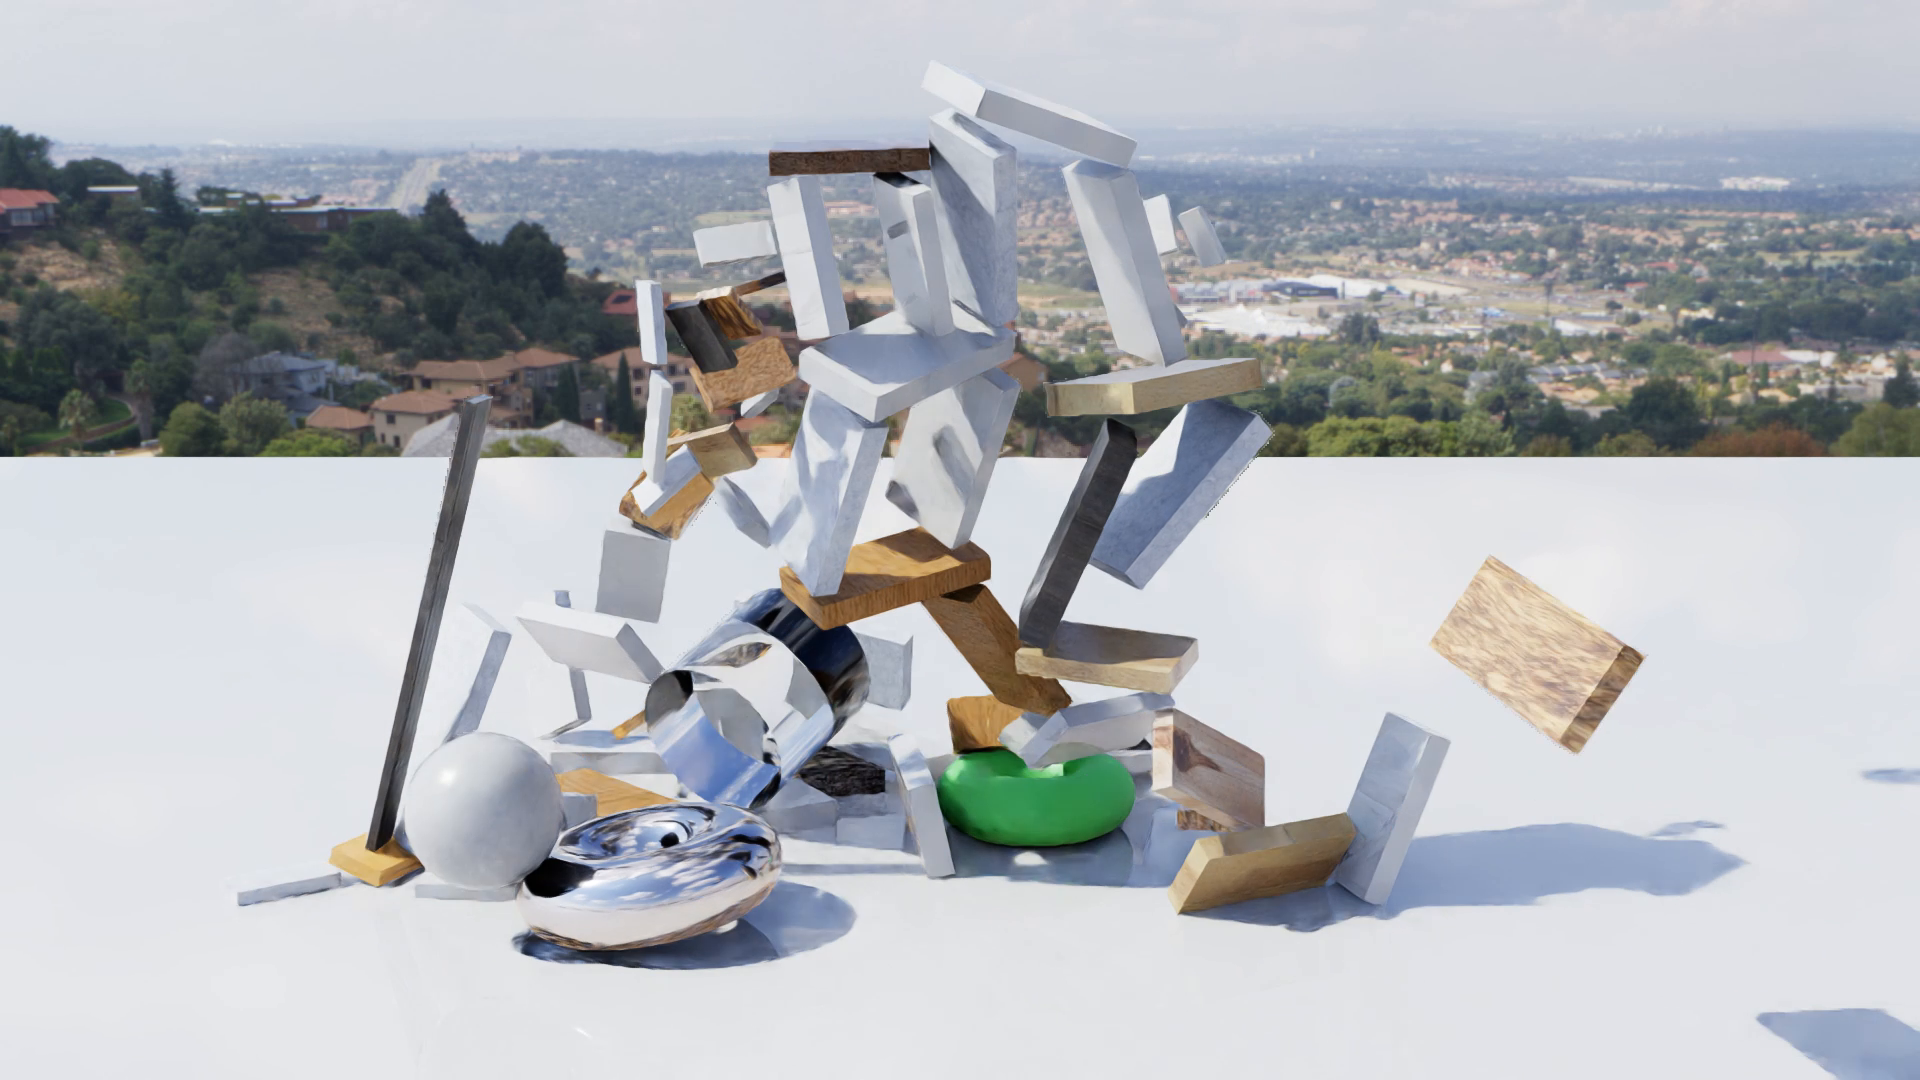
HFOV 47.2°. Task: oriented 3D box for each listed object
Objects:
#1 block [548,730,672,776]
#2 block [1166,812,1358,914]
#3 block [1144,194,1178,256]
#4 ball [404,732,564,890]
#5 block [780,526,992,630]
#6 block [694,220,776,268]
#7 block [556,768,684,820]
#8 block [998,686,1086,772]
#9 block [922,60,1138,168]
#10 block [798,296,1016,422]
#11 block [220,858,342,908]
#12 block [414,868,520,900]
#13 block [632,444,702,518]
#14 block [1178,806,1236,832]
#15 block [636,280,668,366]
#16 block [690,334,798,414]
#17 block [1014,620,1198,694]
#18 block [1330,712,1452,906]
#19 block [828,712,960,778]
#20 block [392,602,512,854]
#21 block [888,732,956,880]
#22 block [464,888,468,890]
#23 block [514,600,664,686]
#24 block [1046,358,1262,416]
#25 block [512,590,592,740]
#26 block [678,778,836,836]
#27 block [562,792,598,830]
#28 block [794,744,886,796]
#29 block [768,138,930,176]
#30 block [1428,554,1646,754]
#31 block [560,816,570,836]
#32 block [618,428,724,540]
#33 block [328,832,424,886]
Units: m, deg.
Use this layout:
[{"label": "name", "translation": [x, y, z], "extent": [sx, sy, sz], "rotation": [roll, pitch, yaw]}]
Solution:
[{"label": "block", "translation": [-0.648, 0.426, 4.424], "extent": [0.335, 0.047, 0.167], "rotation": [-1, 11, -3]}, {"label": "block", "translation": [0.495, 0.529, 3.603], "extent": [0.294, 0.147, 0.042], "rotation": [-6, 48, -27]}, {"label": "block", "translation": [0.327, -0.517, 3.630], "extent": [0.050, 0.099, 0.014], "rotation": [-16, -19, 20]}, {"label": "ball", "translation": [-0.736, 0.419, 3.401], "extent": [0.242, 0.242, 0.242], "rotation": [0, 11, 0]}, {"label": "block", "translation": [-0.127, 0.057, 3.747], "extent": [0.321, 0.046, 0.161], "rotation": [-17, 31, -25]}, {"label": "block", "translation": [-0.346, -0.455, 3.387], "extent": [0.117, 0.059, 0.017], "rotation": [-10, -18, -16]}, {"label": "block", "translation": [-0.665, 0.494, 4.056], "extent": [0.167, 0.047, 0.335], "rotation": [-10, 14, -43]}, {"label": "block", "translation": [0.169, 0.346, 4.030], "extent": [0.101, 0.029, 0.202], "rotation": [36, 37, 20]}, {"label": "block", "translation": [0.108, -0.652, 3.369], "extent": [0.310, 0.044, 0.155], "rotation": [10, 20, -39]}, {"label": "block", "translation": [-0.081, -0.292, 3.462], "extent": [0.163, 0.046, 0.327], "rotation": [32, 41, 29]}, {"label": "block", "translation": [-1.137, 0.574, 3.686], "extent": [0.175, 0.025, 0.088], "rotation": [-7, 13, -35]}, {"label": "block", "translation": [-0.815, 0.575, 3.682], "extent": [0.176, 0.025, 0.088], "rotation": [0, 11, 1]}, {"label": "block", "translation": [-0.469, -0.095, 3.518], "extent": [0.017, 0.117, 0.059], "rotation": [42, 10, -45]}, {"label": "block", "translation": [0.452, 0.468, 3.804], "extent": [0.117, 0.033, 0.235], "rotation": [0, 2, 14]}, {"label": "block", "translation": [-0.477, -0.337, 3.403], "extent": [0.018, 0.125, 0.063], "rotation": [-10, 16, -27]}, {"label": "block", "translation": [-0.346, -0.267, 3.522], "extent": [0.156, 0.078, 0.022], "rotation": [-24, -6, -27]}, {"label": "block", "translation": [0.235, 0.185, 3.522], "extent": [0.262, 0.037, 0.131], "rotation": [7, 26, 26]}, {"label": "block", "translation": [0.708, 0.446, 3.658], "extent": [0.042, 0.294, 0.147], "rotation": [20, 3, -20]}, {"label": "block", "translation": [-0.180, 0.391, 4.338], "extent": [0.329, 0.047, 0.165], "rotation": [19, 7, 23]}, {"label": "block", "translation": [-0.887, 0.324, 3.783], "extent": [0.039, 0.417, 0.136], "rotation": [15, 10, -42]}, {"label": "block", "translation": [-0.071, 0.464, 3.880], "extent": [0.047, 0.165, 0.329], "rotation": [-14, 12, -5]}, {"label": "block", "translation": [-0.749, 0.541, 3.678], "extent": [0.176, 0.025, 0.088], "rotation": [-10, 15, -18]}, {"label": "block", "translation": [-0.676, 0.186, 4.000], "extent": [0.273, 0.136, 0.039], "rotation": [9, 54, 38]}, {"label": "block", "translation": [0.318, -0.250, 3.569], "extent": [0.173, 0.049, 0.347], "rotation": [2, 11, 42]}, {"label": "block", "translation": [-0.822, 0.251, 4.423], "extent": [0.136, 0.273, 0.039], "rotation": [-25, -20, 35]}, {"label": "block", "translation": [-0.384, 0.481, 4.128], "extent": [0.167, 0.047, 0.335], "rotation": [-6, 12, -30]}, {"label": "block", "translation": [-0.738, 0.496, 3.861], "extent": [0.209, 0.104, 0.030], "rotation": [1, 5, 17]}, {"label": "block", "translation": [-0.263, 0.437, 4.363], "extent": [0.165, 0.047, 0.329], "rotation": [-3, 11, -13]}, {"label": "block", "translation": [-0.166, -0.585, 3.350], "extent": [0.240, 0.034, 0.120], "rotation": [-2, 18, -1]}, {"label": "block", "translation": [0.739, 0.143, 2.839], "extent": [0.042, 0.147, 0.294], "rotation": [28, 9, -30]}, {"label": "block", "translation": [-0.771, 0.505, 3.728], "extent": [0.209, 0.030, 0.104], "rotation": [-14, -32, -8]}, {"label": "block", "translation": [-0.479, -0.097, 3.724], "extent": [0.111, 0.031, 0.222], "rotation": [25, 41, 3]}, {"label": "block", "translation": [-0.979, 0.536, 3.803], "extent": [0.104, 0.030, 0.209], "rotation": [21, 17, 19]}]
